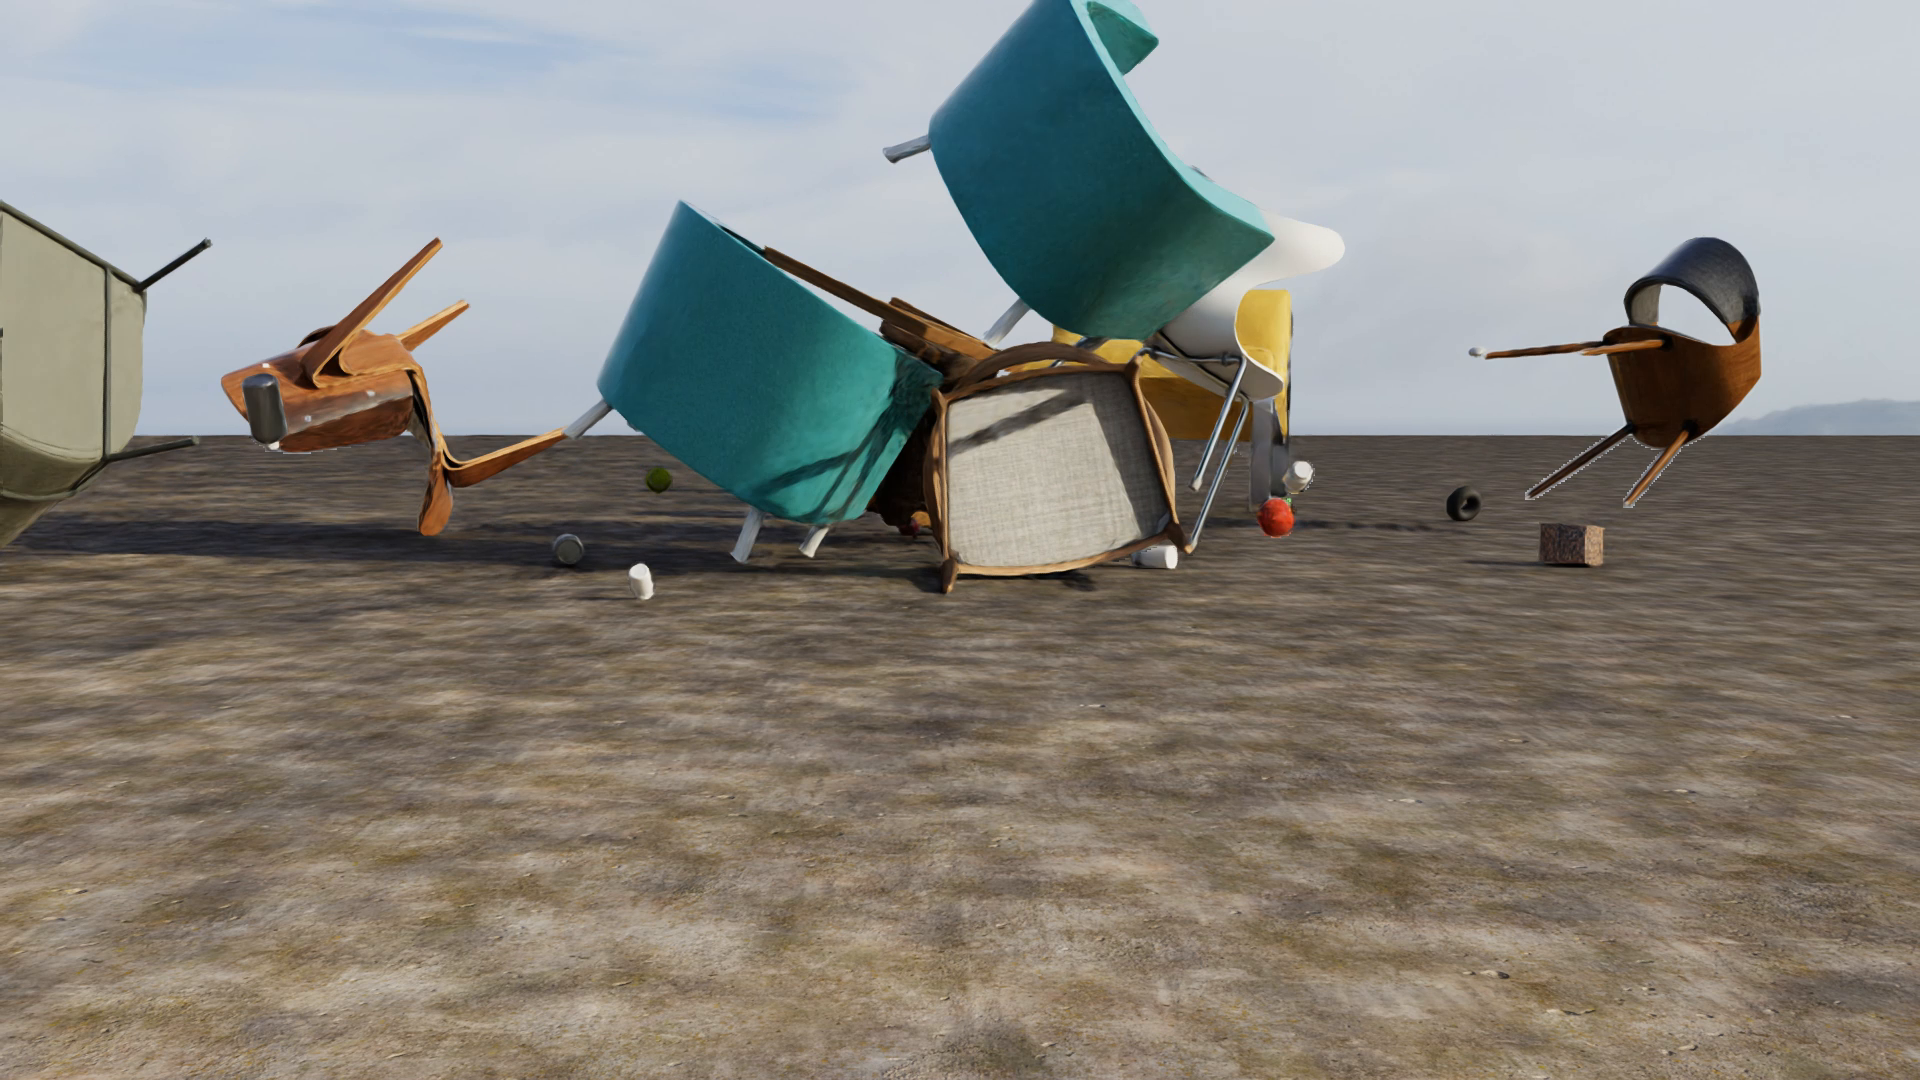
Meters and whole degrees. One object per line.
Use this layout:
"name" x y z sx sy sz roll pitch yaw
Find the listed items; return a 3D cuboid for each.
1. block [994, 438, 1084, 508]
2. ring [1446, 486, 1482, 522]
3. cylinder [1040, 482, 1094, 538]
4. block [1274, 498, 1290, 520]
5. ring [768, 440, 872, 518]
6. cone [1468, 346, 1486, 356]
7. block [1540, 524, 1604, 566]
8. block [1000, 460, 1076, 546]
"block" 0.267 -0.206 7.439 0.219 0.180 0.204 18 24 15
"ring" 1.711 -0.122 7.467 0.137 0.124 0.055 4 20 -33
"cylinder" 0.296 -0.089 6.626 0.188 0.179 0.116 -1 -24 -11
"block" 1.121 -0.109 7.643 0.039 0.068 0.077 2 4 23
"ring" -0.491 -0.212 7.738 0.424 0.126 0.364 18 24 -42
"cone" 1.868 -0.674 7.934 0.063 0.036 0.054 -11 24 19
"block" 1.559 0.011 5.607 0.122 0.097 0.101 4 0 42
"block" 0.225 -0.106 6.275 0.110 0.174 0.163 32 29 4
